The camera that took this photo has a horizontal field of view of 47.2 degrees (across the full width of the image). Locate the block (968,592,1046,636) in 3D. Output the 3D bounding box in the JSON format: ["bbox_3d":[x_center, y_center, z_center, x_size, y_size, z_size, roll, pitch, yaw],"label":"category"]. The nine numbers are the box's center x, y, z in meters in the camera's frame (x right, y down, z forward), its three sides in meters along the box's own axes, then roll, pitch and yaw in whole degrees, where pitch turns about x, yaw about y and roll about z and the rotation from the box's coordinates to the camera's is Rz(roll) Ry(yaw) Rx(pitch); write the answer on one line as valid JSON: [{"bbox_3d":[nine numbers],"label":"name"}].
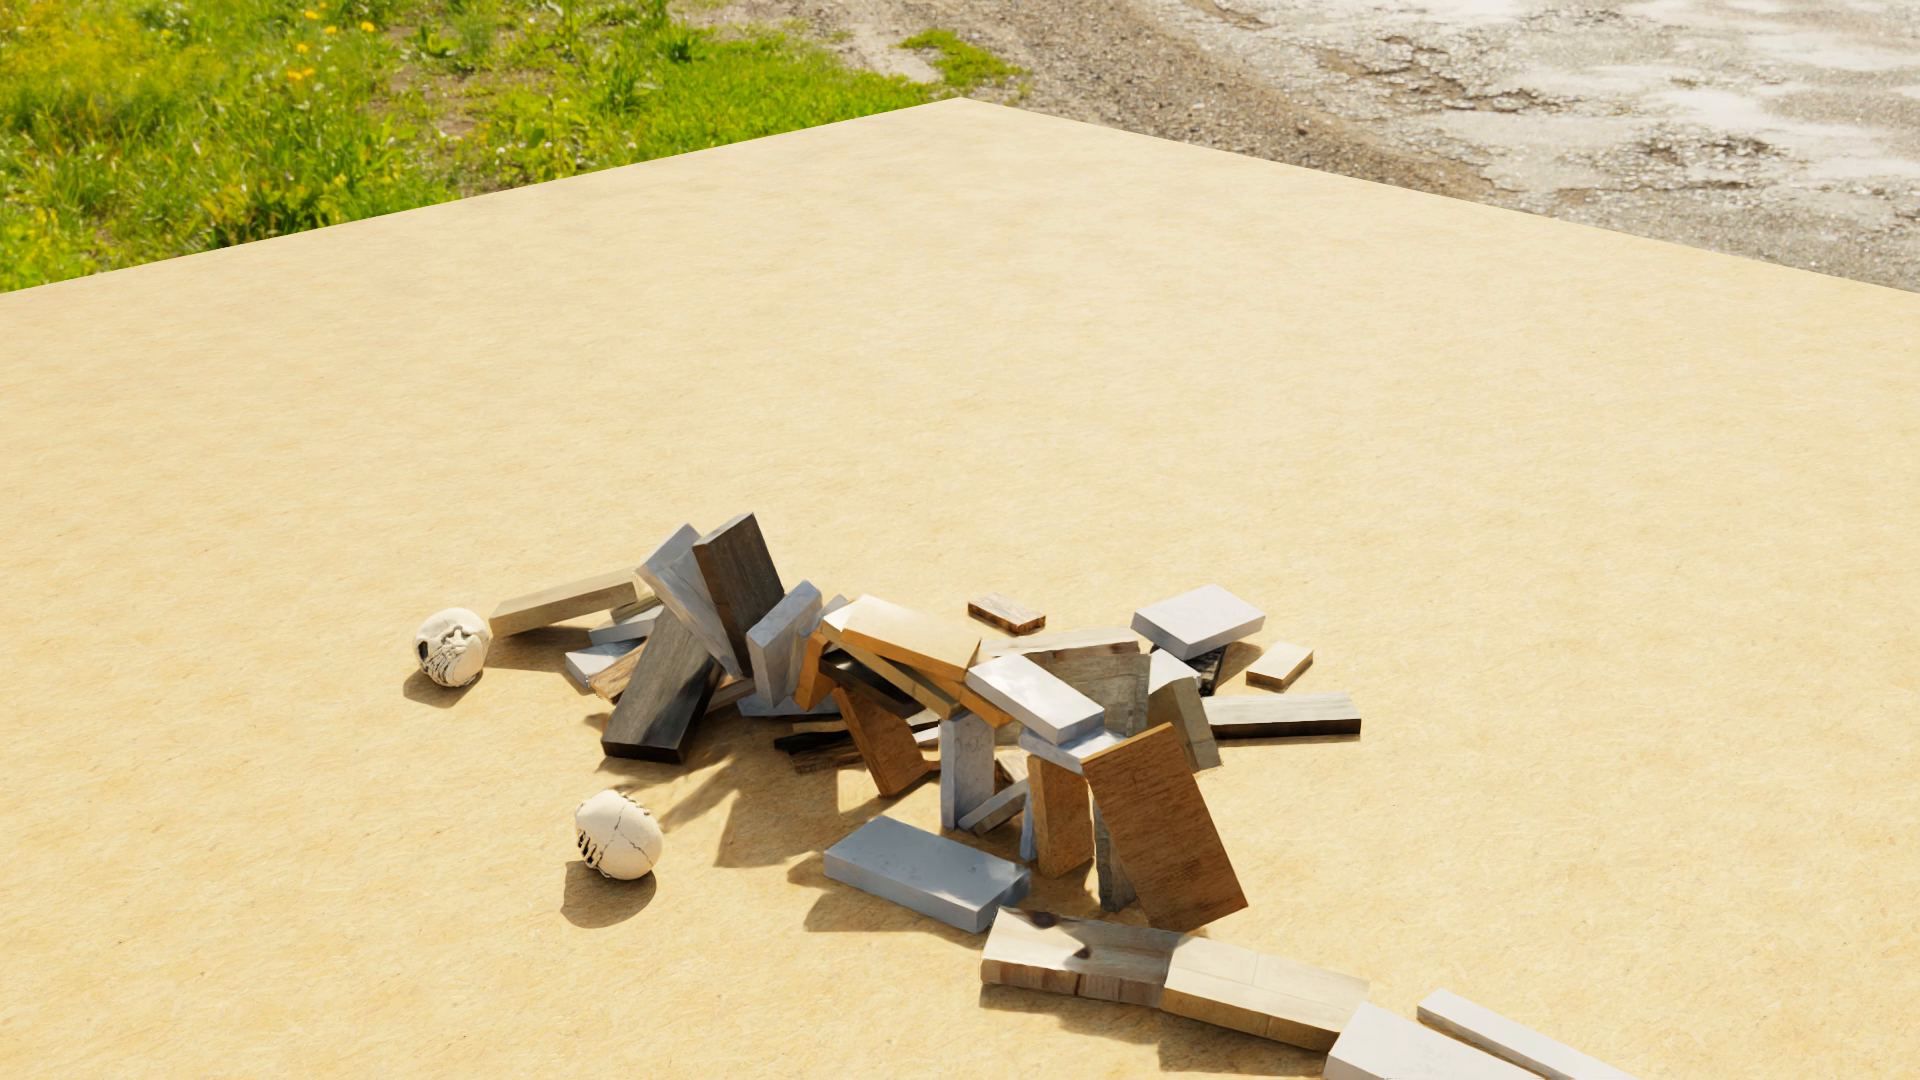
[{"bbox_3d":[0.113,0.177,5.311,0.090,0.025,0.180,-18,29,-37],"label":"block"}]

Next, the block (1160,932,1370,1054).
[{"bbox_3d":[0.527,0.784,3.787,0.339,0.048,0.170,13,26,9],"label":"block"}]

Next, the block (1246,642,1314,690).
[{"bbox_3d":[0.735,0.287,5.053,0.090,0.026,0.180,13,26,28],"label":"block"}]

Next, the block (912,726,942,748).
[{"bbox_3d":[-0.086,0.426,4.681,0.117,0.015,0.053,-17,17,20],"label":"block"}]

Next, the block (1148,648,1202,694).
[{"bbox_3d":[0.393,0.335,4.855,0.261,0.037,0.131,-26,40,-30],"label":"block"}]

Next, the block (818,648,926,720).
[{"bbox_3d":[-0.158,0.281,4.481,0.247,0.035,0.123,26,35,36],"label":"block"}]

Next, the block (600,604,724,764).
[{"bbox_3d":[-0.618,0.298,4.783,0.175,0.050,0.435,4,45,16],"label":"block"}]

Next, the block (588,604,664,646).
[{"bbox_3d":[-0.737,0.188,5.115,0.261,0.037,0.131,-12,15,45],"label":"block"}]

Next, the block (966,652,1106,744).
[{"bbox_3d":[0.145,0.302,4.232,0.127,0.036,0.254,-18,36,-39],"label":"block"}]

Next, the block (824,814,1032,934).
[{"bbox_3d":[-0.064,0.635,4.200,0.359,0.051,0.180,16,27,32],"label":"block"}]

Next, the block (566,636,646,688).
[{"bbox_3d":[-0.766,0.274,5.069,0.254,0.036,0.127,-13,26,-28],"label":"block"}]

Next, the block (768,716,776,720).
[{"bbox_3d":[-0.373,0.357,4.857,0.117,0.017,0.058,-19,25,-3],"label":"block"}]

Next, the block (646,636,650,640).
[{"bbox_3d":[-0.480,0.256,5.052,0.468,0.036,0.127,11,20,14],"label":"block"}]

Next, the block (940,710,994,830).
[{"bbox_3d":[0.016,0.445,4.394,0.035,0.247,0.123,20,31,37],"label":"block"}]

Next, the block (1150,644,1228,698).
[{"bbox_3d":[0.524,0.266,5.077,0.159,0.045,0.318,5,24,13],"label":"block"}]

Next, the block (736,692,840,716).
[{"bbox_3d":[-0.304,0.312,4.827,0.341,0.048,0.171,-4,30,24],"label":"block"}]

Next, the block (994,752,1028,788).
[{"bbox_3d":[0.138,0.498,4.555,0.090,0.026,0.181,-13,26,-27],"label":"block"}]

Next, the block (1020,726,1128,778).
[{"bbox_3d":[0.244,0.396,4.146,0.247,0.035,0.123,21,31,40],"label":"block"}]

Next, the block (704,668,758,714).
[{"bbox_3d":[-0.531,0.297,4.862,0.341,0.048,0.171,-22,32,-10],"label":"block"}]

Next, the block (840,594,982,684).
[{"bbox_3d":[-0.096,0.194,4.343,0.254,0.036,0.127,18,33,8],"label":"block"}]

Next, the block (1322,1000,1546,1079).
[{"bbox_3d":[0.779,0.877,3.566,0.339,0.048,0.170,21,29,22],"label":"block"}]

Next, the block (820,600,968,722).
[{"bbox_3d":[-0.110,0.235,4.410,0.347,0.037,0.132,33,37,27],"label":"block"}]

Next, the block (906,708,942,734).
[{"bbox_3d":[-0.100,0.377,4.842,0.080,0.023,0.160,-9,25,-20],"label":"block"}]

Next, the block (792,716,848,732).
[{"bbox_3d":[-0.283,0.395,4.721,0.075,0.021,0.150,-11,2,-41],"label":"block"}]

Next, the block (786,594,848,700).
[{"bbox_3d":[-0.299,0.231,4.658,0.037,0.264,0.132,40,59,16],"label":"block"}]

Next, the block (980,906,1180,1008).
[{"bbox_3d":[0.221,0.744,3.926,0.339,0.048,0.170,7,25,10],"label":"block"}]

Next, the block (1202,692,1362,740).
[{"bbox_3d":[0.673,0.384,4.808,0.382,0.037,0.131,-2,23,-5],"label":"block"}]

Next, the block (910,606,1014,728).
[{"bbox_3d":[-0.008,0.249,4.358,0.337,0.036,0.127,34,38,28],"label":"block"}]

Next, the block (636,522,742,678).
[{"bbox_3d":[-0.543,0.130,4.789,0.045,0.318,0.159,-32,12,49],"label":"block"}]

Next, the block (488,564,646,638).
[{"bbox_3d":[-0.926,0.144,5.207,0.351,0.050,0.175,-15,12,2],"label":"block"}]

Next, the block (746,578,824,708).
[{"bbox_3d":[-0.360,0.222,4.632,0.048,0.341,0.171,40,71,17],"label":"block"}]

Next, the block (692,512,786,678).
[{"bbox_3d":[-0.454,0.119,4.732,0.045,0.318,0.159,-5,22,41],"label":"block"}]

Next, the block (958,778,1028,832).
[{"bbox_3d":[0.075,0.521,4.354,0.087,0.025,0.174,-22,-13,-42],"label":"block"}]

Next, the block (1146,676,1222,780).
[{"bbox_3d":[0.385,0.408,4.324,0.051,0.180,0.359,-10,-16,-25],"label":"block"}]

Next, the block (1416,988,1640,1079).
[{"bbox_3d":[1.358,1.004,3.367,1.489,0.021,0.072,20,30,39],"label":"block"}]

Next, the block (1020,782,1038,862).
[{"bbox_3d":[0.162,0.534,4.277,0.025,0.174,0.087,28,35,36],"label":"block"}]

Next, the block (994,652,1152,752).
[{"bbox_3d":[0.184,0.334,4.437,0.045,0.159,0.607,12,-14,-29],"label":"block"}]

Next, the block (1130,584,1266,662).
[{"bbox_3d":[0.554,0.188,5.102,0.159,0.045,0.318,32,30,31],"label":"block"}]

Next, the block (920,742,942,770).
[{"bbox_3d":[-0.044,0.442,4.668,0.080,0.023,0.160,-5,20,21],"label":"block"}]

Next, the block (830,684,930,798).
[{"bbox_3d":[-0.164,0.394,4.539,0.035,0.247,0.123,-23,4,42],"label":"block"}]

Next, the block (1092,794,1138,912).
[{"bbox_3d":[0.308,0.560,4.122,0.035,0.247,0.123,12,25,43],"label":"block"}]

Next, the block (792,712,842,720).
[{"bbox_3d":[-0.303,0.374,4.805,0.117,0.017,0.059,-8,7,17],"label":"block"}]

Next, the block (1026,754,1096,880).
[{"bbox_3d":[0.195,0.514,4.231,0.035,0.247,0.123,9,23,44],"label":"block"}]

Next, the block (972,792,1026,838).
[{"bbox_3d":[0.103,0.530,4.334,0.087,0.025,0.174,-22,-13,-42],"label":"block"}]

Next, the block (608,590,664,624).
[{"bbox_3d":[-0.731,0.141,5.163,0.187,0.027,0.094,-24,10,-8],"label":"block"}]

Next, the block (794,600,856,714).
[{"bbox_3d":[-0.273,0.246,4.623,0.037,0.264,0.132,40,56,16],"label":"block"}]

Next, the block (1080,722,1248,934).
[{"bbox_3d":[0.371,0.532,4.000,0.180,0.359,0.051,-23,3,2],"label":"block"}]

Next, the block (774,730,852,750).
[{"bbox_3d":[-0.314,0.423,4.696,0.150,0.021,0.075,-10,2,-27],"label":"block"}]

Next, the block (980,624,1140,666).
[{"bbox_3d":[0.080,0.266,4.974,0.634,0.045,0.159,-6,11,-4],"label":"block"}]

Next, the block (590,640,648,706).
[{"bbox_3d":[-0.718,0.288,4.877,0.187,0.027,0.094,-34,44,-24],"label":"block"}]

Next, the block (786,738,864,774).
[{"bbox_3d":[-0.284,0.456,4.658,0.150,0.021,0.075,-9,25,-20],"label":"block"}]
